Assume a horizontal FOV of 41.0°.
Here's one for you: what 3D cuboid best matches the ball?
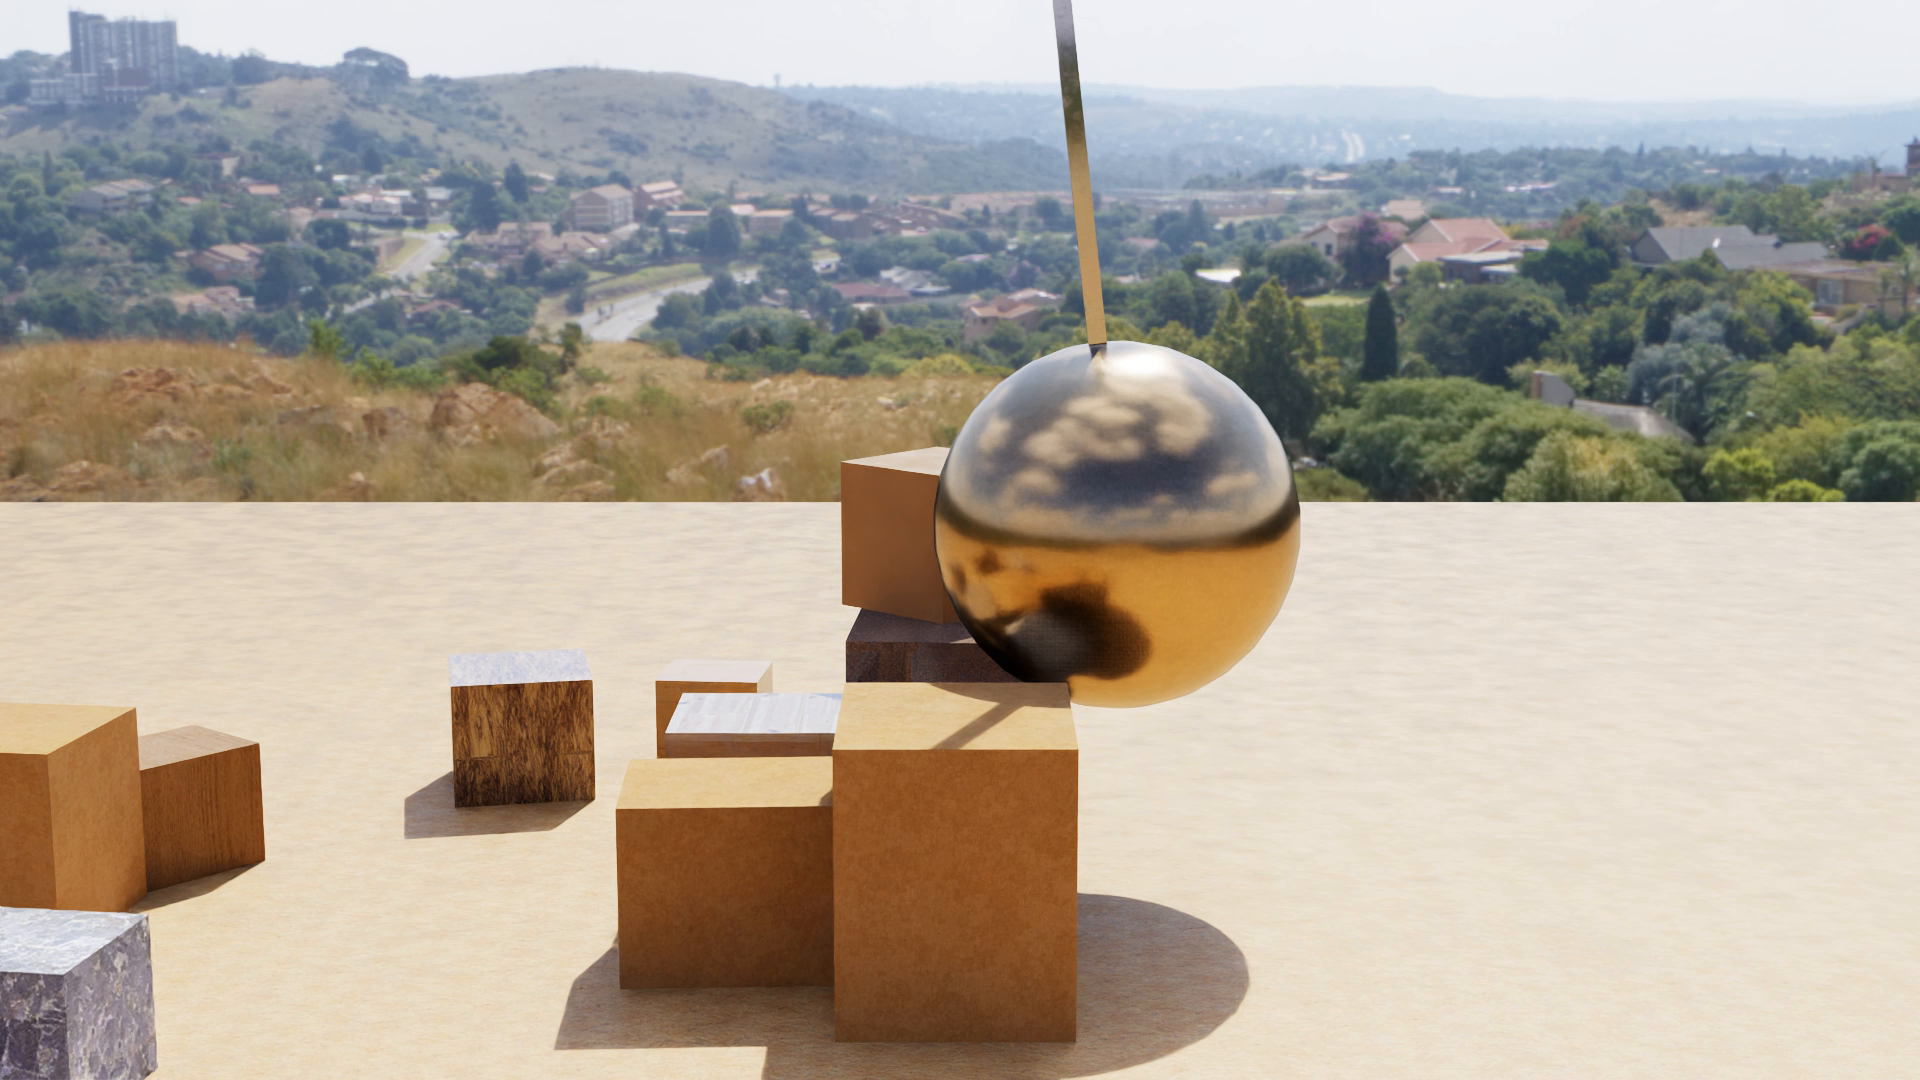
[{"bbox_3d":[0.681,-0.066,11.168,1.600,1.600,1.600,0,10,0],"label":"ball"}]

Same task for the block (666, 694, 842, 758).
[{"bbox_3d":[-0.877,1.118,11.394,0.770,0.724,0.715,0,10,0],"label":"block"}]

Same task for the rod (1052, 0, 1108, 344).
[{"bbox_3d":[0.295,-3.390,10.564,0.080,5.200,0.080,-6,10,1],"label":"rod"}]

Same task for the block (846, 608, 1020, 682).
[{"bbox_3d":[-0.054,0.849,12.244,0.882,0.949,0.958,1,10,3],"label":"block"}]

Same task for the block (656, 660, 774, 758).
[{"bbox_3d":[-1.268,0.902,13.313,0.525,0.461,0.482,1,10,5],"label":"block"}]

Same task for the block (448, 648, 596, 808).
[{"bbox_3d":[-2.188,0.927,12.782,0.678,0.603,0.695,-2,11,-12],"label":"block"}]

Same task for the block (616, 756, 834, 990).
[{"bbox_3d":[-0.909,1.319,10.280,0.864,0.726,0.727,-1,10,-3],"label":"block"}]

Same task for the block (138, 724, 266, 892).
[{"bbox_3d":[-3.535,1.192,11.476,0.511,0.549,0.622,9,13,40],"label":"block"}]

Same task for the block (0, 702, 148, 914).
[{"bbox_3d":[-4.006,1.185,10.696,0.885,0.842,0.781,1,10,8],"label":"block"}]

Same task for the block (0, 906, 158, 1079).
[{"bbox_3d":[-3.261,1.652,8.874,0.701,0.574,0.622,2,10,8],"label":"block"}]

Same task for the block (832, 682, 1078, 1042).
[{"bbox_3d":[-0.016,1.207,9.825,0.886,1.110,1.026,0,10,0],"label":"block"}]

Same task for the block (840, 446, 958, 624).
[{"bbox_3d":[-0.099,-0.037,12.493,0.669,0.705,0.683,9,14,41],"label":"block"}]
